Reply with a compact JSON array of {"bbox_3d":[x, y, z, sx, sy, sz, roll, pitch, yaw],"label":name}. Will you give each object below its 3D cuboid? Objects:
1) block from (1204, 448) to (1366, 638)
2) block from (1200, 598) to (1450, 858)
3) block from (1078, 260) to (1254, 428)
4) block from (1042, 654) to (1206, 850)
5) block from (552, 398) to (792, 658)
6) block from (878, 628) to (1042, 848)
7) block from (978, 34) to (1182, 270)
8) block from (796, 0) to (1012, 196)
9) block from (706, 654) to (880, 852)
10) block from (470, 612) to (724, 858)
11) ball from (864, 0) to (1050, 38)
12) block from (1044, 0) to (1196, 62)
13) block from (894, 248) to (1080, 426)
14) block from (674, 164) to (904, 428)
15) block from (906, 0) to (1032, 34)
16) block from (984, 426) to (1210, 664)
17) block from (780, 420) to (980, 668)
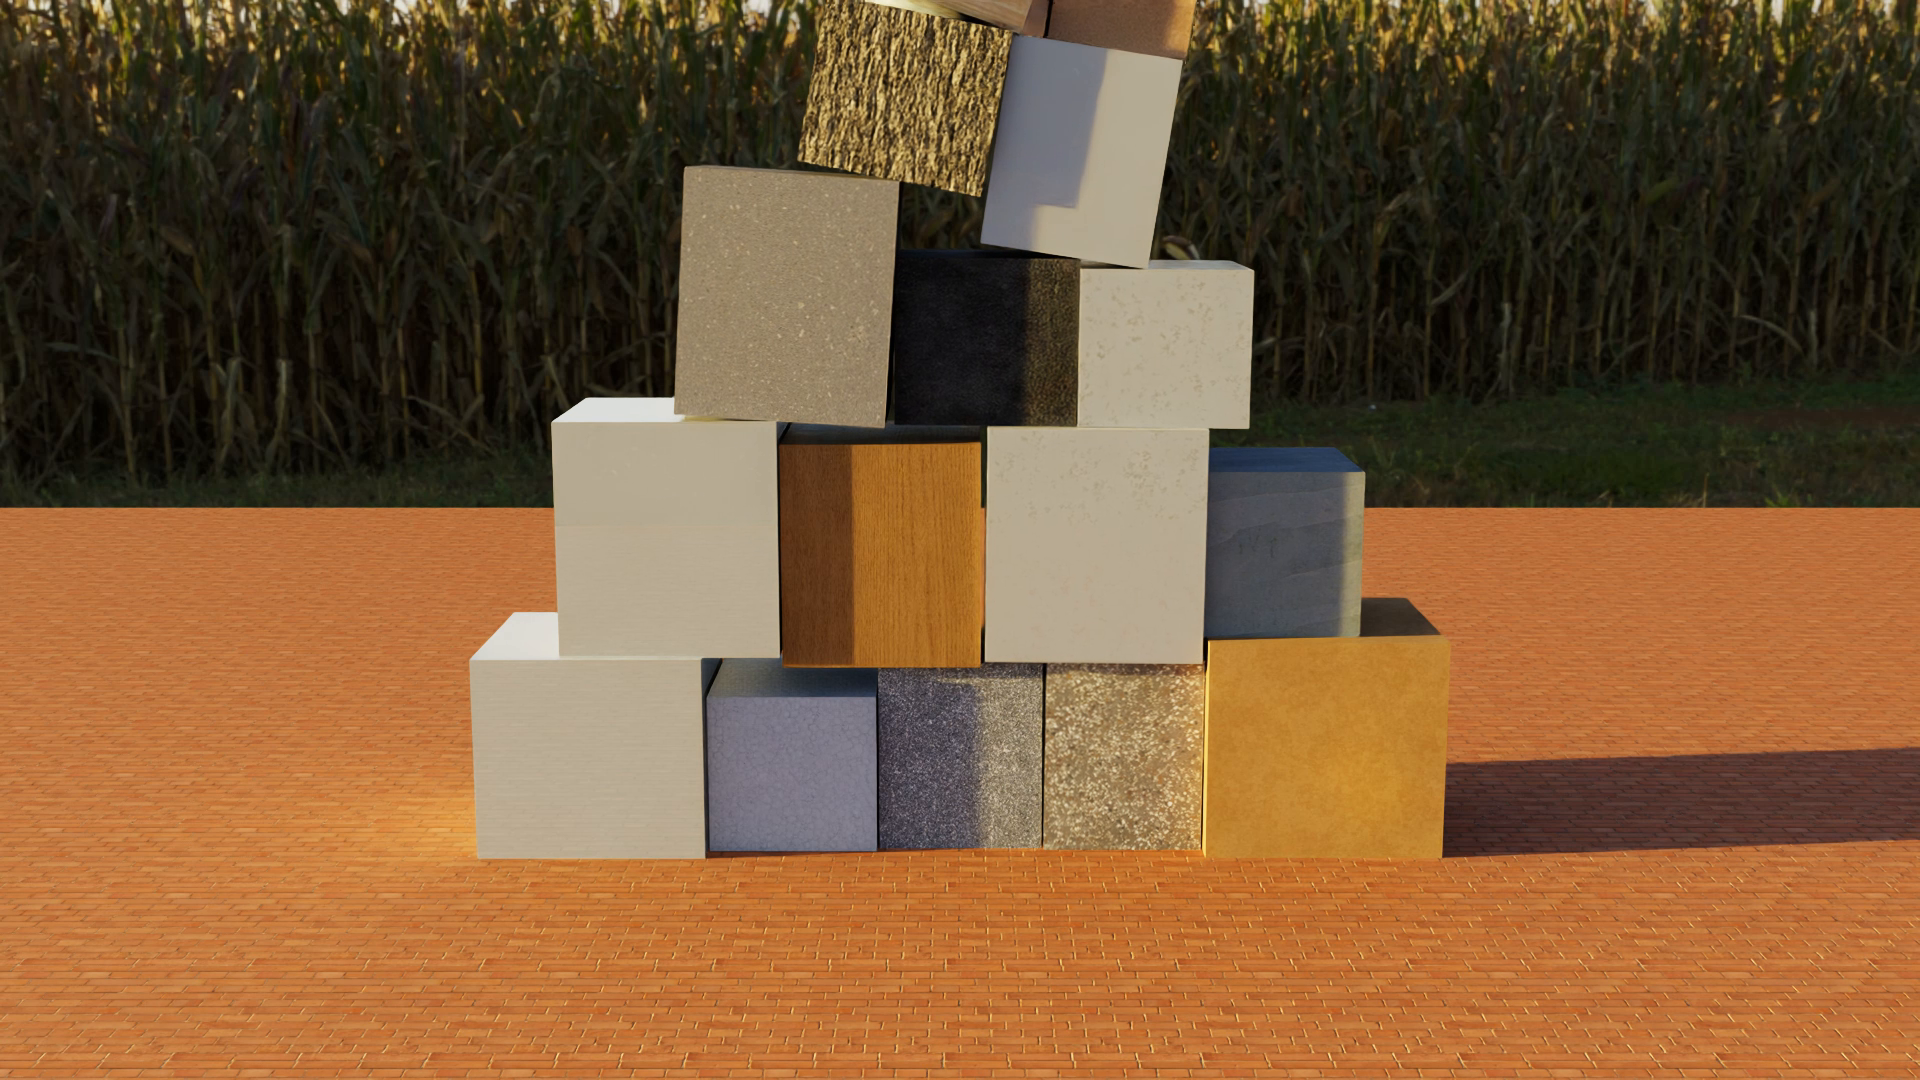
[{"bbox_3d":[1.584,-0.004,11.196,0.773,0.822,0.877,0,10,0],"label":"block"},{"bbox_3d":[1.803,0.942,11.339,1.174,1.090,1.091,0,10,0],"label":"block"},{"bbox_3d":[0.988,-0.997,11.015,0.830,0.761,0.890,1,10,0],"label":"block"},{"bbox_3d":[0.817,0.992,11.367,0.788,0.974,0.872,1,10,0],"label":"block"},{"bbox_3d":[-1.421,-0.086,11.150,1.079,1.160,1.019,0,10,0],"label":"block"},{"bbox_3d":[0.002,1.007,11.371,0.813,0.951,0.836,0,10,0],"label":"block"},{"bbox_3d":[0.573,-1.910,10.825,0.812,0.989,0.805,9,10,-2],"label":"block"},{"bbox_3d":[-0.262,-2.165,10.773,0.887,0.781,0.903,11,10,-2],"label":"block"},{"bbox_3d":[-0.833,1.085,11.383,0.837,0.793,0.920,0,10,0],"label":"block"},{"bbox_3d":[-1.825,0.983,11.339,1.128,1.009,1.103,0,10,0],"label":"block"},{"bbox_3d":[0.000,-3.495,12.653,1.600,1.600,1.600,0,10,0],"label":"ball"},{"bbox_3d":[0.793,-2.703,10.683,0.665,0.669,0.677,9,10,-2],"label":"block"},{"bbox_3d":[0.129,-1.026,11.005,0.884,0.806,0.848,1,10,0],"label":"block"},{"bbox_3d":[-0.831,-1.234,10.942,1.016,1.177,0.950,4,10,-1],"label":"block"},{"bbox_3d":[0.037,-2.953,10.625,0.815,0.802,0.809,20,10,-3],"label":"block"},{"bbox_3d":[0.661,-0.051,11.152,1.065,1.154,0.972,1,10,0],"label":"block"},{"bbox_3d":[-0.385,0.000,11.168,0.973,1.103,0.935,0,10,0],"label":"block"}]
